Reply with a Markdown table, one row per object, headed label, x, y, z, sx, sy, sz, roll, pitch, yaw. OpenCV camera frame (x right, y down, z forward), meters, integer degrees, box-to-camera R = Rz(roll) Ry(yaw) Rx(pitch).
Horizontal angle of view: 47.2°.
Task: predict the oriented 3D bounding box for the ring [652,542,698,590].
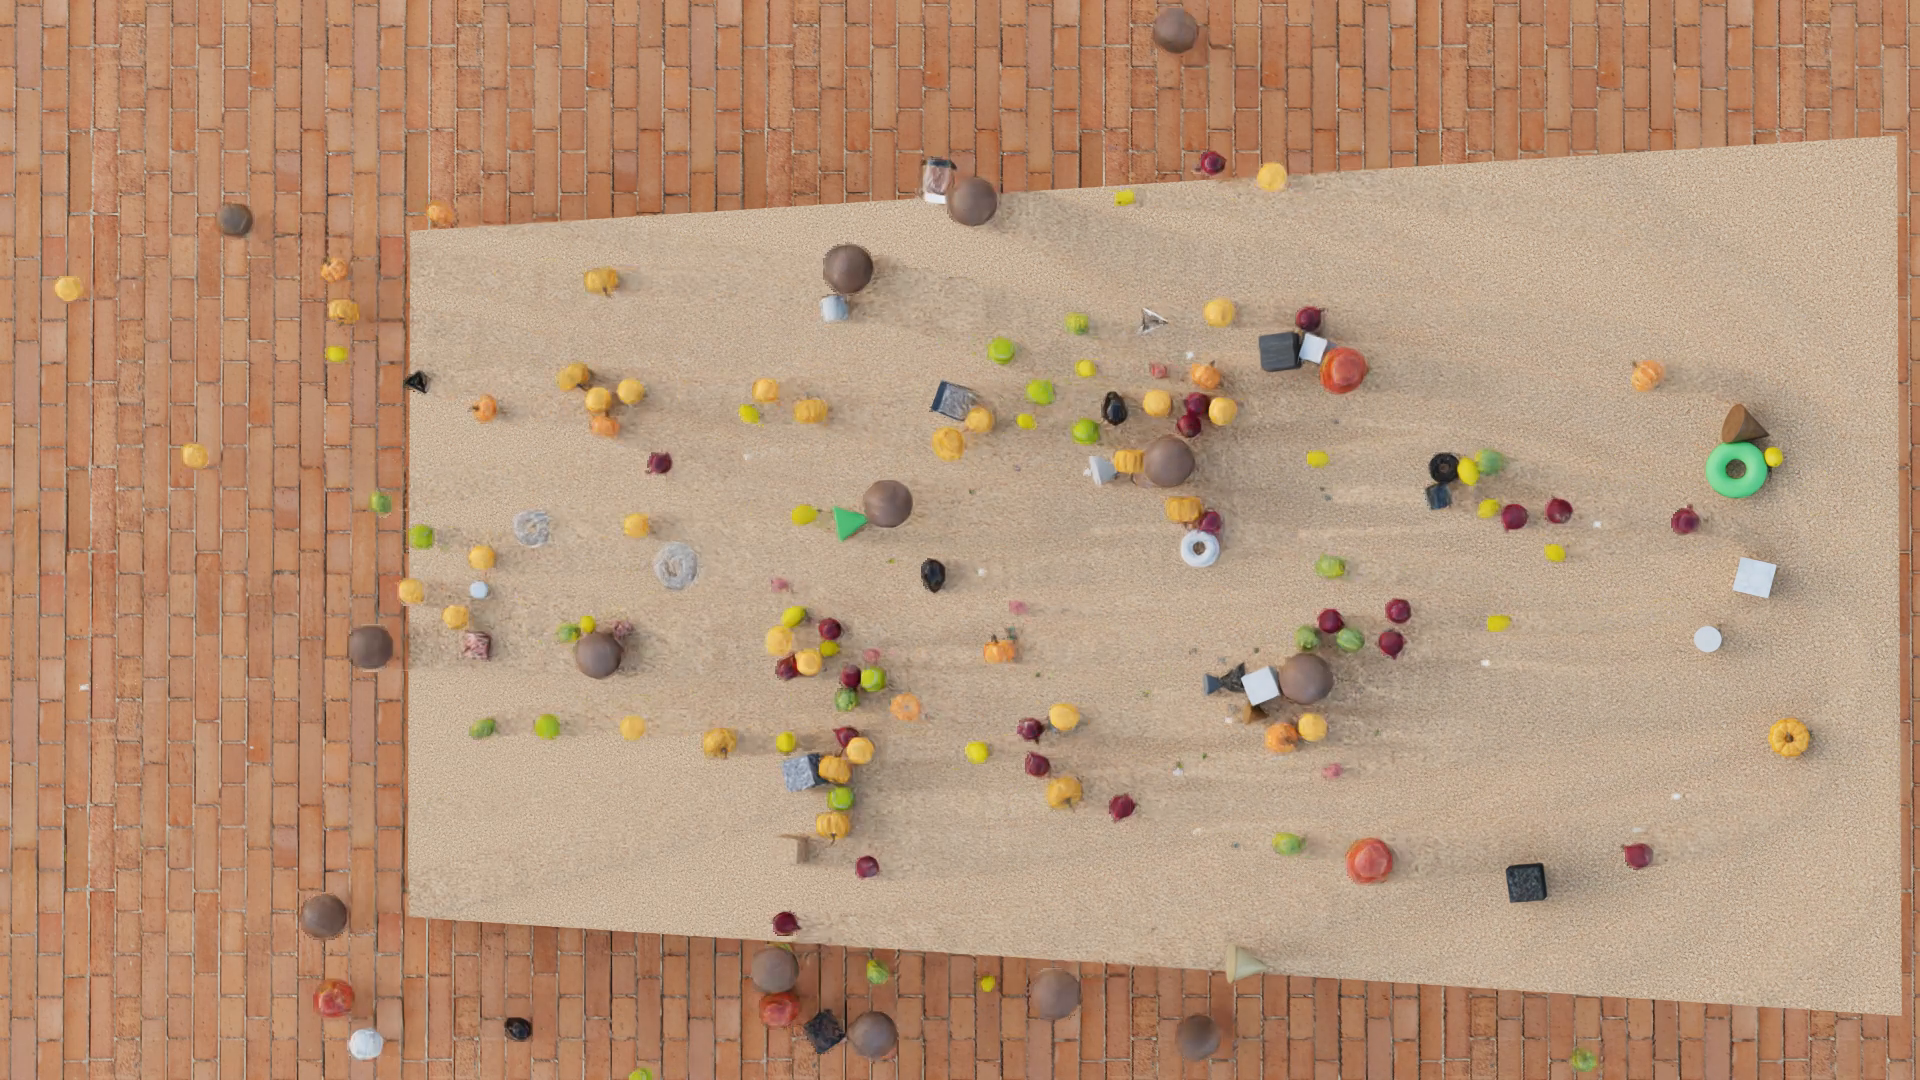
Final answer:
| label | x | y | z | sx | sy | sz | roll | pitch | yaw |
| --- | --- | --- | --- | --- | --- | --- | --- | --- | --- |
| ring | -0.788 | 0.073 | 6.079 | 0.134 | 0.045 | 0.134 | 0 | 90 | 20 |

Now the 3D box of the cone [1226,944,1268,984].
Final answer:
| label | x | y | z | sx | sy | sz | roll | pitch | yaw |
| --- | --- | --- | --- | --- | --- | --- | --- | --- | --- |
| cone | 0.725 | 1.063 | 5.493 | 0.099 | 0.099 | 0.099 | 7 | 89 | -6 |

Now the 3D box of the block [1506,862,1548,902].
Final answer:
| label | x | y | z | sx | sy | sz | roll | pitch | yaw |
| --- | --- | --- | --- | --- | --- | --- | --- | --- | --- |
| block | 1.350 | 0.817 | 5.242 | 0.079 | 0.079 | 0.079 | -8 | 86 | 20 |

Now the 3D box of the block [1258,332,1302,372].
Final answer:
| label | x | y | z | sx | sy | sz | roll | pitch | yaw |
| --- | --- | --- | --- | --- | --- | --- | --- | --- | --- |
| block | 0.796 | -0.467 | 5.465 | 0.084 | 0.084 | 0.084 | -6 | 87 | 21 |

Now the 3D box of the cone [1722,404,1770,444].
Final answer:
| label | x | y | z | sx | sy | sz | roll | pitch | yaw |
| --- | --- | --- | --- | --- | --- | --- | --- | --- | --- |
| cone | 1.833 | -0.255 | 5.092 | 0.096 | 0.096 | 0.096 | 17 | 89 | -7 |

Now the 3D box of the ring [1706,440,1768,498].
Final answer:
| label | x | y | z | sx | sy | sz | roll | pitch | yaw |
| --- | --- | --- | --- | --- | --- | --- | --- | --- | --- |
| ring | 1.801 | -0.164 | 5.102 | 0.136 | 0.045 | 0.136 | 0 | 91 | 20 |

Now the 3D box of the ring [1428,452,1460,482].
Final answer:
| label | x | y | z | sx | sy | sz | roll | pitch | yaw |
| --- | --- | --- | --- | --- | --- | --- | --- | --- | --- |
| ring | 1.178 | -0.175 | 5.349 | 0.075 | 0.025 | 0.075 | 0 | 89 | 21 |

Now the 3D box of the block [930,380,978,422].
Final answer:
| label | x | y | z | sx | sy | sz | roll | pitch | yaw |
| --- | --- | --- | --- | --- | --- | --- | --- | --- | --- |
| block | -0.013 | -0.364 | 5.771 | 0.082 | 0.082 | 0.082 | 23 | 97 | 19 |

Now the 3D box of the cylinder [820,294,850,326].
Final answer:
| label | x | y | z | sx | sy | sz | roll | pitch | yaw |
| --- | --- | --- | --- | --- | --- | --- | --- | --- | --- |
| cylinder | -0.336 | -0.619 | 5.906 | 0.063 | 0.063 | 0.063 | -27 | 110 | 0 |

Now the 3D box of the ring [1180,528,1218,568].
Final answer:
| label | x | y | z | sx | sy | sz | roll | pitch | yaw |
| --- | --- | --- | --- | --- | --- | --- | --- | --- | --- |
| ring | 0.606 | 0.021 | 5.559 | 0.100 | 0.033 | 0.100 | 0 | 90 | 20 |

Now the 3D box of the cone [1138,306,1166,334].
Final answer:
| label | x | y | z | sx | sy | sz | roll | pitch | yaw |
| --- | --- | --- | --- | --- | --- | --- | --- | --- | --- |
| cone | 0.497 | -0.558 | 5.607 | 0.072 | 0.072 | 0.072 | 3 | 89 | -7 |

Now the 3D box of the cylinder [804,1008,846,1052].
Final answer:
| label | x | y | z | sx | sy | sz | roll | pitch | yaw |
| --- | --- | --- | --- | --- | --- | --- | --- | --- | --- |
| cylinder | -0.396 | 1.437 | 6.441 | 0.091 | 0.091 | 0.091 | -34 | 87 | 0 |

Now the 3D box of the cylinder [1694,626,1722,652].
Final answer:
| label | x | y | z | sx | sy | sz | roll | pitch | yaw |
| --- | --- | --- | --- | --- | --- | --- | --- | --- | --- |
| cylinder | 1.739 | 0.230 | 5.112 | 0.060 | 0.060 | 0.060 | 0 | 89 | 21 |

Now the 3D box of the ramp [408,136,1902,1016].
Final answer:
| label | x | y | z | sx | sy | sz | roll | pitch | yaw |
| --- | --- | --- | --- | --- | --- | --- | --- | --- | --- |
| ramp | 0.282 | 0.088 | 5.751 | 4.000 | 0.100 | 2.000 | 0 | 89 | 21 |

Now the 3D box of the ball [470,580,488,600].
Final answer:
| label | x | y | z | sx | sy | sz | roll | pitch | yaw |
| --- | --- | --- | --- | --- | --- | --- | --- | --- | --- |
| ball | -1.377 | 0.143 | 6.297 | 0.052 | 0.052 | 0.052 | 0 | 89 | 0 |

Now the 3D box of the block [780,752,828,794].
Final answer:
| label | x | y | z | sx | sy | sz | roll | pitch | yaw |
| --- | --- | --- | --- | --- | --- | --- | --- | --- | --- |
| block | -0.421 | 0.626 | 5.912 | 0.083 | 0.083 | 0.083 | -19 | 83 | 20 |

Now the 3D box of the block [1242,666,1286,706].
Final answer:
| label | x | y | z | sx | sy | sz | roll | pitch | yaw |
| --- | --- | --- | --- | --- | --- | --- | --- | --- | --- |
| block | 0.755 | 0.362 | 5.475 | 0.075 | 0.075 | 0.075 | -25 | 81 | 19 |

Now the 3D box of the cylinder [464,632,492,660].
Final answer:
| label | x | y | z | sx | sy | sz | roll | pitch | yaw |
| --- | --- | --- | --- | --- | --- | --- | --- | --- | --- |
| cylinder | -1.379 | 0.301 | 6.284 | 0.071 | 0.071 | 0.071 | 8 | 92 | 0 |

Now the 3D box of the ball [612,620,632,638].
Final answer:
| label | x | y | z | sx | sy | sz | roll | pitch | yaw |
| --- | --- | --- | --- | --- | --- | --- | --- | --- | --- |
| ball | -0.943 | 0.246 | 6.132 | 0.050 | 0.050 | 0.050 | 0 | 89 | 0 |

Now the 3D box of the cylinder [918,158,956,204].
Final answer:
| label | x | y | z | sx | sy | sz | roll | pitch | yaw |
| --- | --- | --- | --- | --- | --- | --- | --- | --- | --- |
| cylinder | -0.061 | -0.947 | 5.797 | 0.093 | 0.093 | 0.093 | 8 | 81 | 0 |

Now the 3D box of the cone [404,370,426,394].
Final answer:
| label | x | y | z | sx | sy | sz | roll | pitch | yaw |
| --- | --- | --- | --- | --- | --- | --- | --- | --- | --- |
| cone | -1.571 | -0.450 | 6.389 | 0.065 | 0.065 | 0.065 | -38 | 103 | 0 |

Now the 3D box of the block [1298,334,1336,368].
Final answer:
| label | x | y | z | sx | sy | sz | roll | pitch | yaw |
| --- | --- | --- | --- | --- | --- | --- | --- | --- | --- |
| block | 0.884 | -0.468 | 5.439 | 0.060 | 0.060 | 0.060 | 23 | 97 | 31 |

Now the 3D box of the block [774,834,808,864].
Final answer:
| label | x | y | z | sx | sy | sz | roll | pitch | yaw |
| --- | --- | --- | --- | --- | --- | --- | --- | --- | --- |
| block | -0.457 | 0.835 | 5.932 | 0.067 | 0.067 | 0.067 | 5 | 91 | 21 |

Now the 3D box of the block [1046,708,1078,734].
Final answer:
| label | x | y | z | sx | sy | sz | roll | pitch | yaw |
| --- | --- | --- | --- | --- | --- | --- | --- | --- | --- |
| block | 0.262 | 0.467 | 5.671 | 0.055 | 0.055 | 0.055 | -17 | 83 | 20 |

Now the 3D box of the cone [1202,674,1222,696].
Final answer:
| label | x | y | z | sx | sy | sz | roll | pitch | yaw |
| --- | --- | --- | --- | --- | --- | --- | --- | --- | --- |
| cone | 0.647 | 0.362 | 5.542 | 0.059 | 0.059 | 0.059 | -4 | 89 | -6 |

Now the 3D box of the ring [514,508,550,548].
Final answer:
| label | x | y | z | sx | sy | sz | roll | pitch | yaw |
| --- | --- | --- | --- | --- | --- | --- | --- | --- | --- |
| ring | -1.218 | -0.036 | 6.247 | 0.115 | 0.038 | 0.115 | -1 | 88 | 22 |

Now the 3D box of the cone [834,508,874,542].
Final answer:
| label | x | y | z | sx | sy | sz | roll | pitch | yaw |
| --- | --- | --- | --- | --- | --- | --- | --- | --- | --- |
| cone | -0.280 | -0.051 | 5.888 | 0.099 | 0.099 | 0.099 | -12 | 89 | -7 |

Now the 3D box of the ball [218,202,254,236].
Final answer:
| label | x | y | z | sx | sy | sz | roll | pitch | yaw |
| --- | --- | --- | --- | --- | --- | --- | --- | --- | --- |
| ball | -2.132 | -0.942 | 6.469 | 0.100 | 0.100 | 0.100 | 0 | 89 | 0 |

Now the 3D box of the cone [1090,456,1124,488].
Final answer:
| label | x | y | z | sx | sy | sz | roll | pitch | yaw |
| --- | --- | --- | --- | --- | --- | --- | --- | --- | --- |
| cone | 0.386 | -0.184 | 5.642 | 0.082 | 0.082 | 0.082 | -16 | 89 | -7 |

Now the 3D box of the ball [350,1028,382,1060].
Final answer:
| label | x | y | z | sx | sy | sz | roll | pitch | yaw |
| --- | --- | --- | --- | --- | --- | --- | --- | --- | --- |
| ball | -1.739 | 1.476 | 6.440 | 0.094 | 0.094 | 0.094 | 0 | 89 | 0 |

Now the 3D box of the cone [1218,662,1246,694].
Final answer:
| label | x | y | z | sx | sy | sz | roll | pitch | yaw |
| --- | --- | --- | --- | --- | --- | --- | --- | --- | --- |
| cone | 0.699 | 0.335 | 5.518 | 0.075 | 0.075 | 0.075 | 27 | 70 | 0 |

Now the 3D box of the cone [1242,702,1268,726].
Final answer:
| label | x | y | z | sx | sy | sz | roll | pitch | yaw |
| --- | --- | --- | --- | --- | --- | --- | --- | --- | --- |
| cone | 0.748 | 0.436 | 5.502 | 0.062 | 0.062 | 0.062 | 3 | 89 | -19 |

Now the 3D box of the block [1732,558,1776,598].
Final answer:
| label | x | y | z | sx | sy | sz | roll | pitch | yaw |
| --- | --- | --- | --- | --- | --- | --- | --- | --- | --- |
| block | 1.832 | 0.086 | 5.069 | 0.079 | 0.079 | 0.079 | 14 | 94 | 20 |
